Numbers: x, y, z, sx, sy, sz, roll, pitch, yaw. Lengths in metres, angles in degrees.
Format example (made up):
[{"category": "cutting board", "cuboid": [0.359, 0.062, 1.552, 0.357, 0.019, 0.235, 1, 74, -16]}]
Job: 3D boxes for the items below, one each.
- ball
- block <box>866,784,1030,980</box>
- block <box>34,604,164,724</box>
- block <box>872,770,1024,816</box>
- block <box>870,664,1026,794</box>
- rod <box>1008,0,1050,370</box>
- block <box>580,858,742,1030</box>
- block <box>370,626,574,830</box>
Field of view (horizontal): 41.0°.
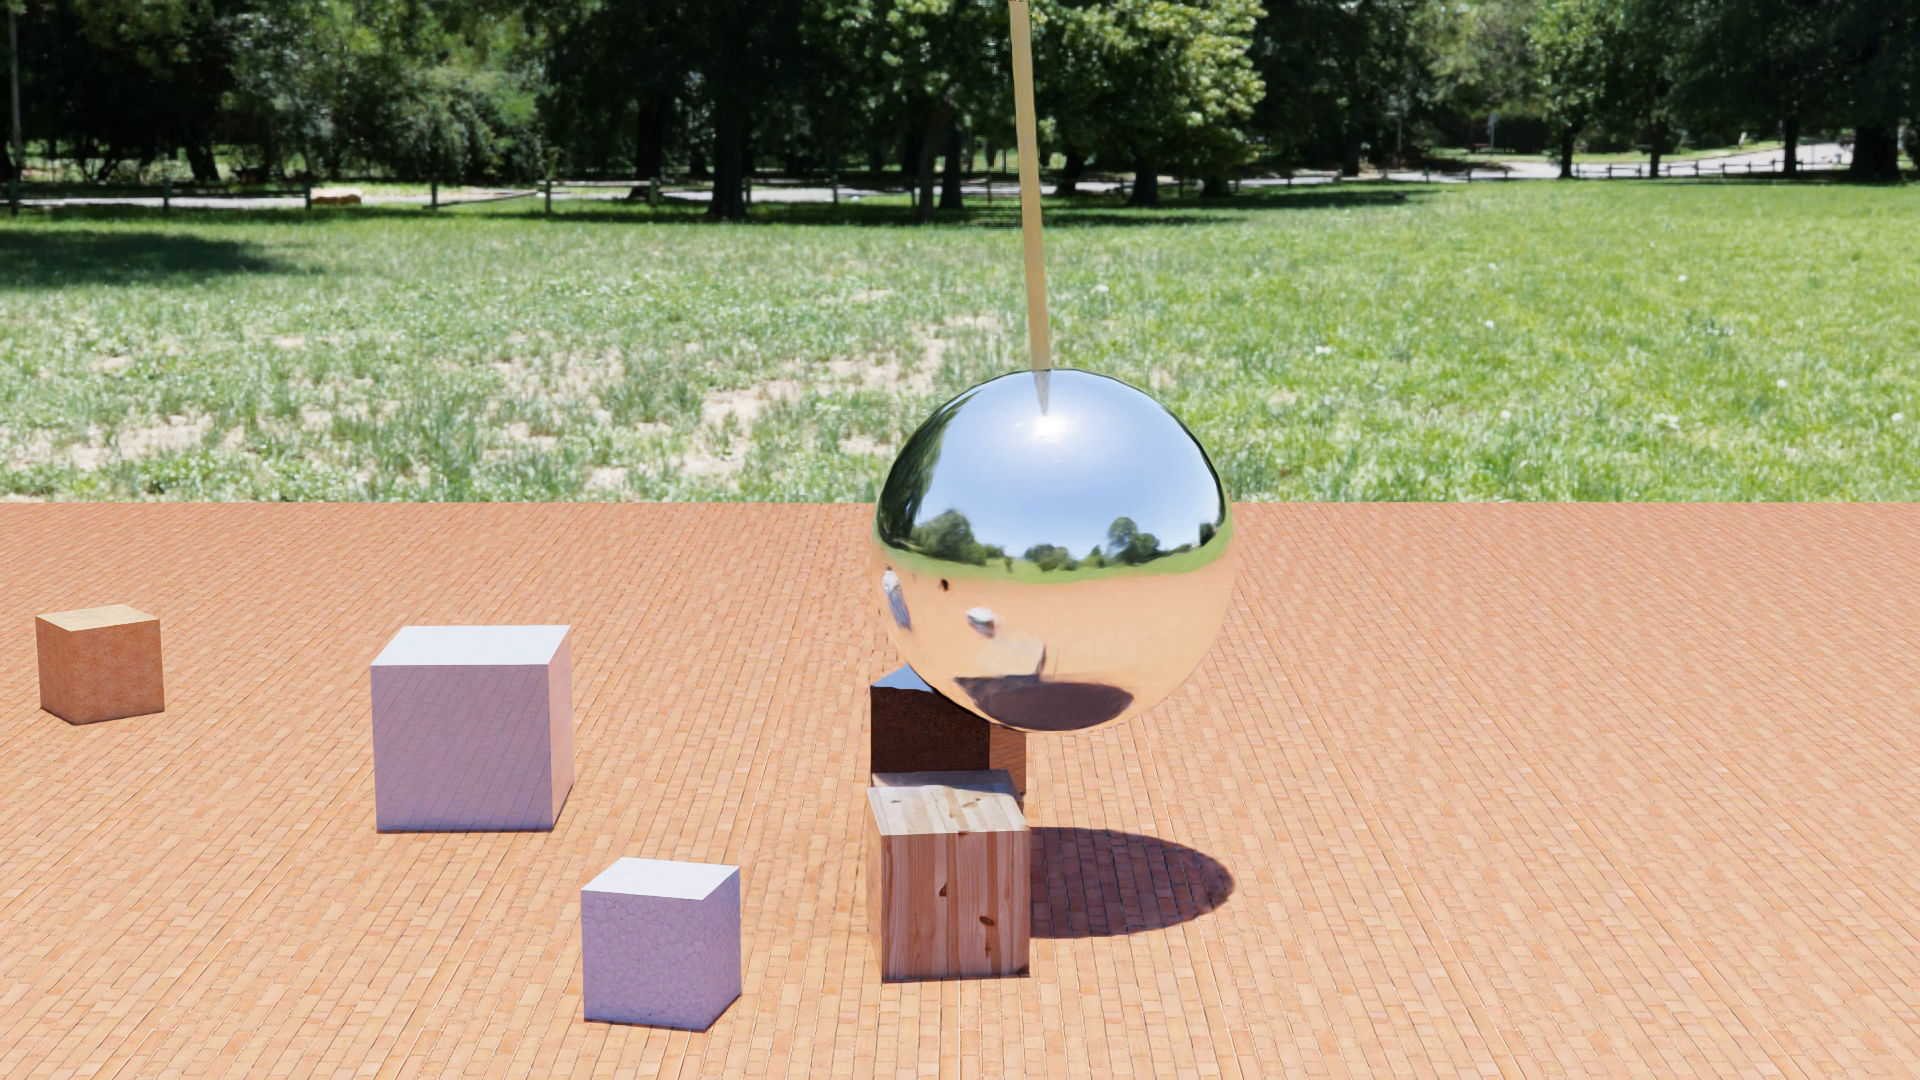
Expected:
[{"category": "ball", "cuboid": [0.403, 0.050, 11.189, 1.600, 1.600, 1.600, 0, 10, 0]}, {"category": "block", "cuboid": [-0.057, 1.370, 10.382, 0.586, 0.589, 0.676, -1, 10, -7]}, {"category": "block", "cuboid": [-4.804, 0.687, 14.328, 0.502, 0.522, 0.535, -8, 13, -39]}, {"category": "block", "cuboid": [-0.060, 1.303, 10.976, 0.596, 0.509, 0.507, -1, 10, -7]}, {"category": "block", "cuboid": [-0.051, 0.971, 12.517, 0.608, 0.610, 0.554, 4, 11, 20]}, {"category": "rod", "cuboid": [0.175, -3.288, 10.583, 0.080, 5.200, 0.080, -4, 10, 1]}, {"category": "block", "cuboid": [-1.131, 1.527, 9.757, 0.482, 0.504, 0.417, 3, 11, 14]}, {"category": "block", "cuboid": [-2.341, 0.895, 12.422, 0.826, 0.795, 0.854, 0, 10, -2]}]
